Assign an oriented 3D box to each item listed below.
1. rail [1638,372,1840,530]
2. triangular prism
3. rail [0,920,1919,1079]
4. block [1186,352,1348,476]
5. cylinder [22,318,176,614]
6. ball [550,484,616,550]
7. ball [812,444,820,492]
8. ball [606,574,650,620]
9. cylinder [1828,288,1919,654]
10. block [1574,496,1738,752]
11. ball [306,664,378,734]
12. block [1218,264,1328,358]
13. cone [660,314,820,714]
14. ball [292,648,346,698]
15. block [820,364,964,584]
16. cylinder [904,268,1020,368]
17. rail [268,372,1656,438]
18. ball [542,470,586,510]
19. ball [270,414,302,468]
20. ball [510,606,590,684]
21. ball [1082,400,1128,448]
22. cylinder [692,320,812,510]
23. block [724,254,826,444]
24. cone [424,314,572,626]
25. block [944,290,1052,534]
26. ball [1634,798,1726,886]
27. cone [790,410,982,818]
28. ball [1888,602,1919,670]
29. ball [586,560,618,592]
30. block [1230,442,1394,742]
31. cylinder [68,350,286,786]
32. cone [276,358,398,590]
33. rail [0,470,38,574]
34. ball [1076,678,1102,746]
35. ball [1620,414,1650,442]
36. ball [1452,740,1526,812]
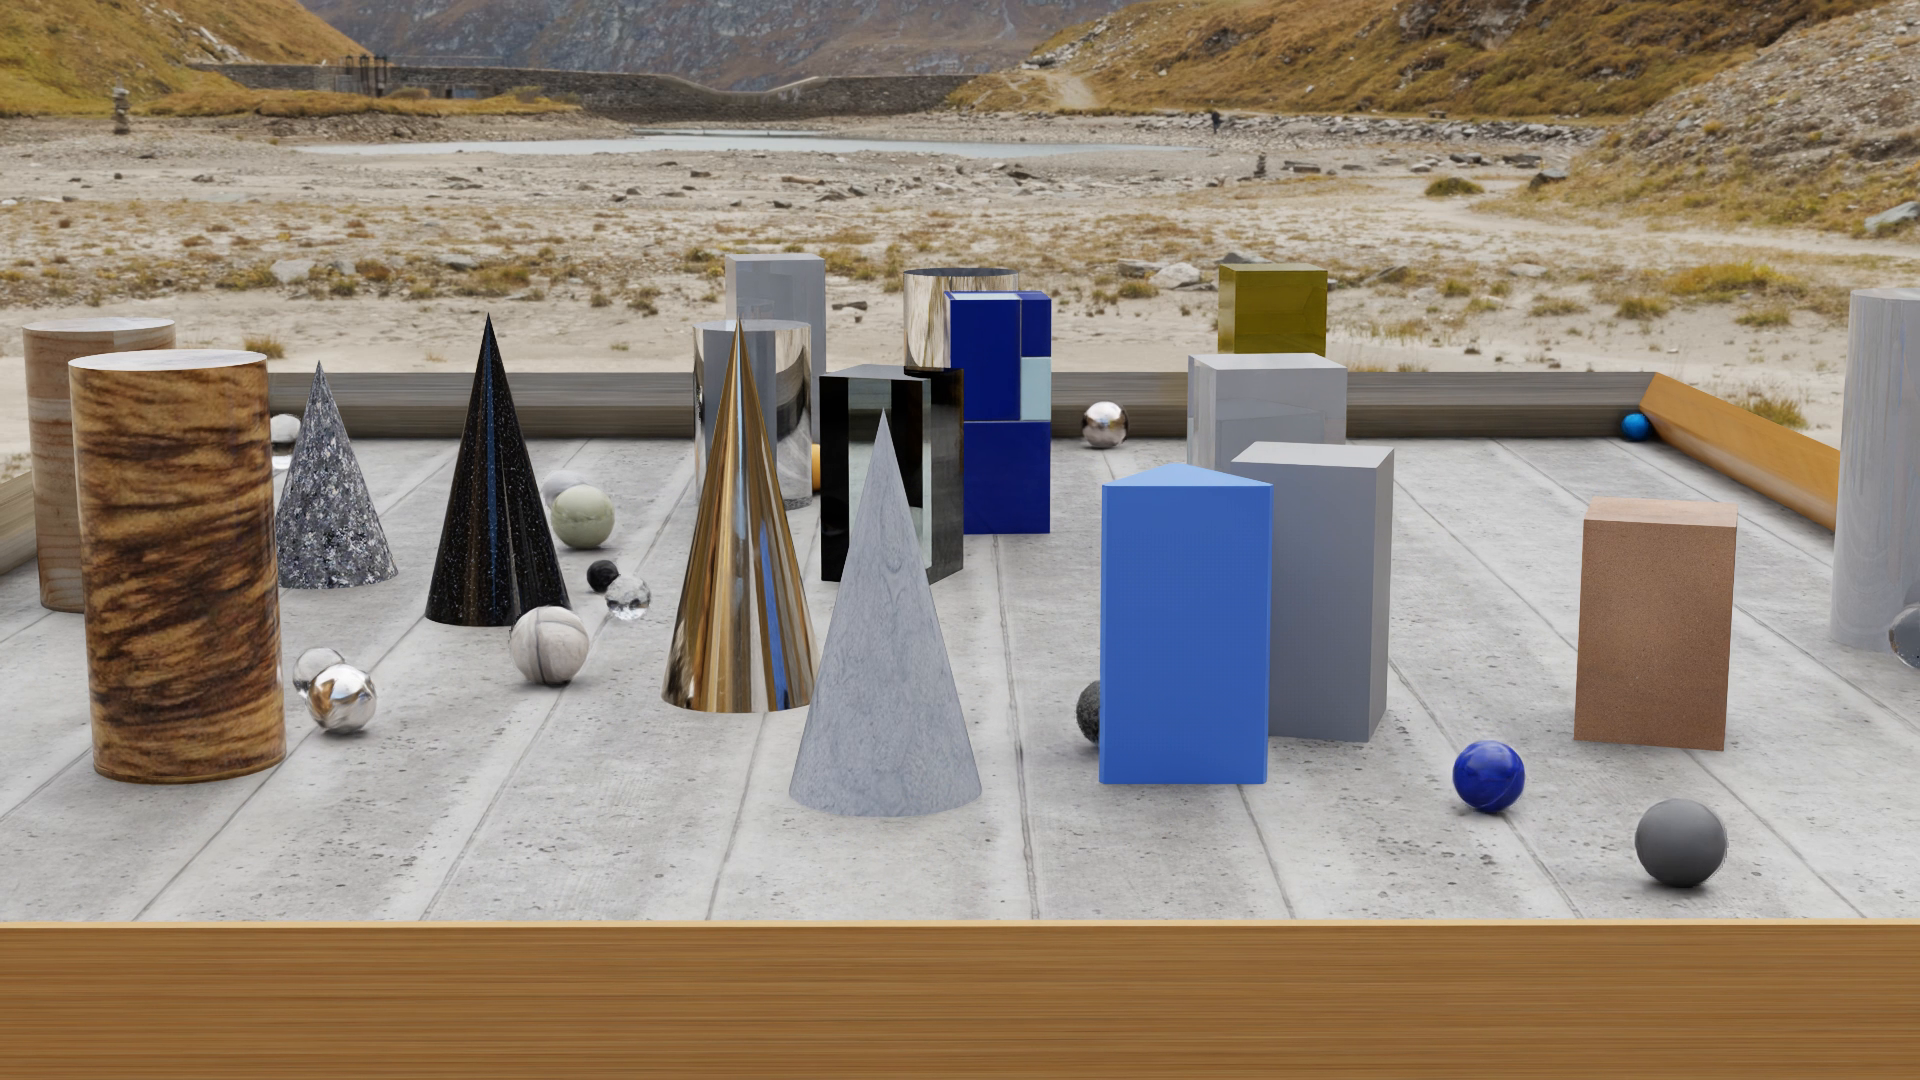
[{"bbox_3d":[1.363,0.031,3.457,0.045,0.128,3.300,0,10,0],"label":"rail"},{"bbox_3d":[0.229,0.084,2.680,0.170,0.310,0.147,0,10,0],"label":"triangular prism"},{"bbox_3d":[0.009,0.329,1.850,2.774,0.128,0.045,0,10,0],"label":"rail"},{"bbox_3d":[0.368,-0.031,3.117,0.157,0.375,0.157,-1,11,-7],"label":"block"},{"bbox_3d":[-1.166,-0.106,3.510,0.197,0.380,0.197,0,10,0],"label":"cylinder"},{"bbox_3d":[-0.574,-0.035,3.904,0.098,0.098,0.098,0,10,0],"label":"ball"},{"bbox_3d":[-0.253,-0.125,4.428,0.083,0.083,0.083,0,10,0],"label":"ball"},{"bbox_3d":[-0.441,0.076,3.407,0.060,0.060,0.060,0,10,0],"label":"ball"},{"bbox_3d":[1.220,-0.091,3.257,0.197,0.443,0.197,0,10,0],"label":"cylinder"},{"bbox_3d":[0.769,0.089,2.831,0.157,0.245,0.157,3,11,17],"label":"block"},{"bbox_3d":[-0.681,0.175,2.827,0.077,0.077,0.077,0,10,0],"label":"ball"},{"bbox_3d":[0.537,-0.280,4.439,0.157,0.384,0.157,-1,11,-5],"label":"block"},{"bbox_3d":[-0.253,-0.040,2.974,0.197,0.447,0.197,0,10,0],"label":"cone"},{"bbox_3d":[-0.739,0.156,2.964,0.064,0.064,0.064,0,10,0],"label":"ball"},{"bbox_3d":[-0.097,-0.095,3.685,0.157,0.295,0.157,4,11,21],"label":"block"},{"bbox_3d":[0.002,-0.266,4.373,0.197,0.381,0.197,0,10,0],"label":"cylinder"},{"bbox_3d":[-0.009,-0.263,5.048,2.774,0.128,0.045,0,10,0],"label":"rail"},{"bbox_3d":[-0.646,-0.078,4.195,0.075,0.075,0.075,0,10,0],"label":"ball"},{"bbox_3d":[-1.233,-0.179,4.677,0.098,0.098,0.098,0,10,0],"label":"ball"},{"bbox_3d":[-0.489,0.125,3.054,0.094,0.094,0.094,0,10,0],"label":"ball"},{"bbox_3d":[0.278,-0.222,4.934,0.090,0.090,0.090,0,10,0],"label":"ball"},{"bbox_3d":[-0.347,-0.210,4.292,0.197,0.300,0.197,0,10,0],"label":"cylinder"},{"bbox_3d":[-0.329,-0.310,4.582,0.157,0.391,0.157,-2,11,-12],"label":"block"},{"bbox_3d":[-0.623,-0.103,3.427,0.197,0.405,0.197,0,10,0],"label":"cone"},{"bbox_3d":[0.058,-0.204,4.076,0.157,0.368,0.157,-1,11,-4],"label":"block"},{"bbox_3d":[0.646,0.271,2.302,0.079,0.079,0.079,0,10,0],"label":"ball"},{"bbox_3d":[-0.076,0.061,2.575,0.197,0.392,0.197,0,10,0],"label":"cone"},{"bbox_3d":[1.176,0.117,3.126,0.083,0.083,0.083,0,10,0],"label":"ball"},{"bbox_3d":[-0.500,0.050,3.591,0.045,0.045,0.045,0,10,0],"label":"ball"},{"bbox_3d":[0.391,0.054,2.860,0.157,0.303,0.157,3,11,16],"label":"block"},{"bbox_3d":[-0.816,0.023,2.685,0.197,0.427,0.197,0,10,0],"label":"cylinder"},{"bbox_3d":[-0.912,-0.104,3.678,0.197,0.315,0.197,0,10,0],"label":"cone"},{"bbox_3d":[-1.363,0.034,3.441,0.045,0.128,3.300,0,10,0],"label":"rail"},{"bbox_3d":[0.163,0.186,2.768,0.076,0.076,0.076,0,10,0],"label":"ball"},{"bbox_3d":[1.322,-0.221,5.021,0.055,0.055,0.055,0,10,0],"label":"ball"},{"bbox_3d":[0.522,0.233,2.531,0.071,0.071,0.071,0,10,0],"label":"ball"}]
